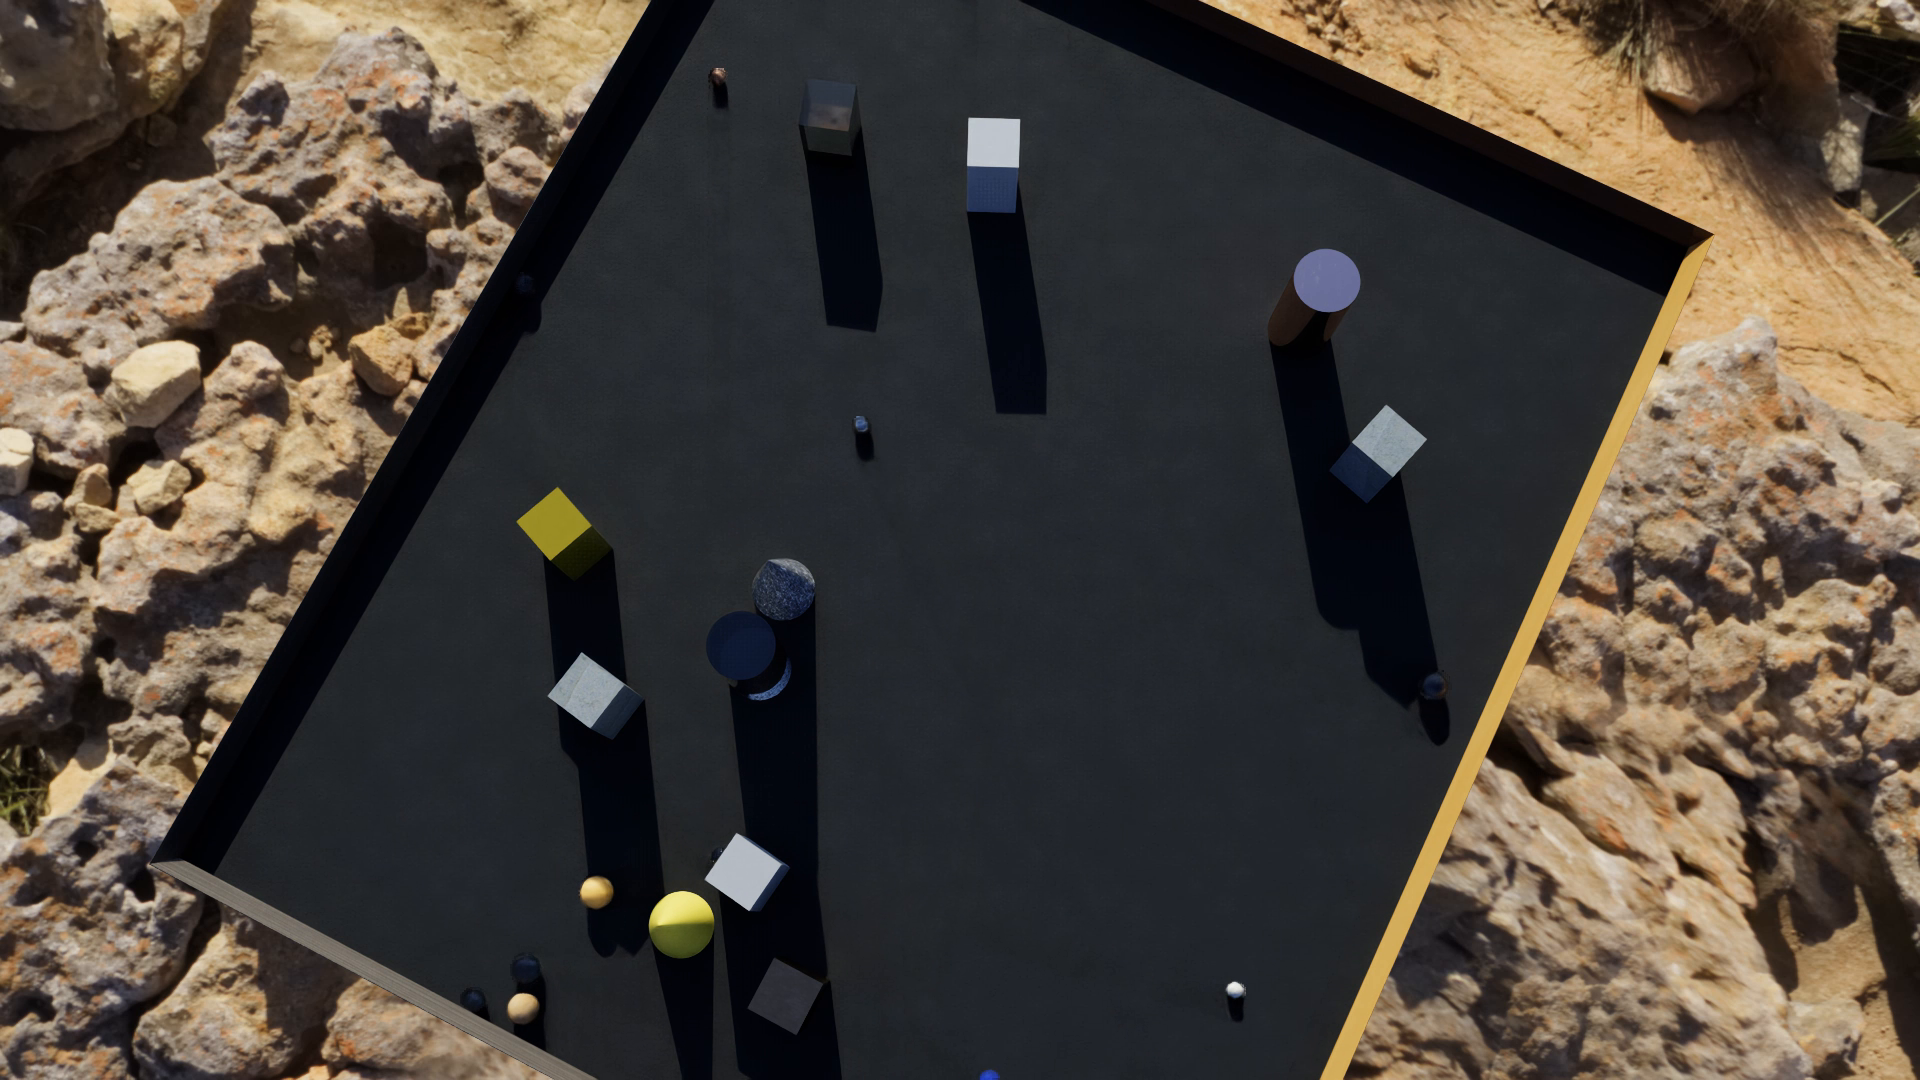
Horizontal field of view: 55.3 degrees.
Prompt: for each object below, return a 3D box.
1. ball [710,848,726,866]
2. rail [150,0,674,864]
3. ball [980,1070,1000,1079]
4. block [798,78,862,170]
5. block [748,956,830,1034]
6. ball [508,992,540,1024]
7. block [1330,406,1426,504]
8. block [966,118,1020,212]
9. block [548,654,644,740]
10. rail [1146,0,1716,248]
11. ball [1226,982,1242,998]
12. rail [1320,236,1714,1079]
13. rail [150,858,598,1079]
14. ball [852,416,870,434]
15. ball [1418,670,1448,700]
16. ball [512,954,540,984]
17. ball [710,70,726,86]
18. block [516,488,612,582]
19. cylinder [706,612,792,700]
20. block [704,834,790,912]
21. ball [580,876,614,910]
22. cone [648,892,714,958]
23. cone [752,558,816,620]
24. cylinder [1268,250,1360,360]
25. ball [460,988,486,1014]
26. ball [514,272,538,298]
[{"bbox_3d":[-0.705,0.935,5.392,0.060,0.060,0.060,0,78,0],"label":"ball"},{"bbox_3d":[-1.469,-0.713,5.699,0.045,0.125,3.819,26,80,5],"label":"rail"},{"bbox_3d":[0.085,1.553,5.265,0.060,0.060,0.060,0,78,0],"label":"ball"},{"bbox_3d":[-0.405,-1.299,5.736,0.154,0.293,0.154,8,78,2],"label":"block"},{"bbox_3d":[-0.483,1.290,5.204,0.154,0.286,0.154,27,80,5],"label":"block"},{"bbox_3d":[-1.260,1.353,5.290,0.090,0.090,0.090,0,78,0],"label":"ball"},{"bbox_3d":[1.248,-0.254,5.493,0.154,0.344,0.154,42,81,8],"label":"block"},{"bbox_3d":[0.101,-1.155,5.672,0.154,0.360,0.154,2,78,0],"label":"block"},{"bbox_3d":[-1.057,0.460,5.347,0.154,0.341,0.154,36,81,7],"label":"block"},{"bbox_3d":[0.843,-1.645,5.892,3.332,0.125,0.045,26,80,5],"label":"rail"},{"bbox_3d":[0.798,1.308,5.322,0.048,0.048,0.048,0,78,0],"label":"ball"},{"bbox_3d":[1.469,0.726,5.401,0.045,0.125,3.819,26,80,5],"label":"rail"},{"bbox_3d":[-0.843,1.658,5.208,3.332,0.125,0.045,26,80,5],"label":"rail"},{"bbox_3d":[-0.303,-0.352,5.661,0.056,0.056,0.056,0,78,0],"label":"ball"},{"bbox_3d":[1.416,0.436,5.481,0.089,0.089,0.089,0,78,0],"label":"ball"},{"bbox_3d":[-1.258,1.244,5.317,0.082,0.082,0.082,0,78,0],"label":"ball"},{"bbox_3d":[-0.779,-1.488,5.899,0.051,0.051,0.051,0,78,0],"label":"ball"},{"bbox_3d":[-1.171,-0.013,5.448,0.154,0.335,0.154,-41,81,-8],"label":"block"},{"bbox_3d":[-0.606,0.340,5.302,0.193,0.478,0.193,0,78,0],"label":"cylinder"},{"bbox_3d":[-0.608,0.958,5.270,0.154,0.290,0.154,34,80,7],"label":"block"},{"bbox_3d":[-1.060,1.029,5.354,0.096,0.096,0.096,0,78,0],"label":"ball"},{"bbox_3d":[-0.818,1.088,5.178,0.193,0.417,0.193,0,78,0],"label":"cone"},{"bbox_3d":[-0.538,0.103,5.356,0.193,0.469,0.193,0,78,0],"label":"cone"},{"bbox_3d":[1.062,-0.704,5.527,0.193,0.461,0.193,0,78,0],"label":"cylinder"},{"bbox_3d":[-1.409,1.335,5.305,0.069,0.069,0.069,0,78,0],"label":"ball"},{"bbox_3d":[-1.362,-0.800,5.743,0.076,0.076,0.076,0,78,0],"label":"ball"}]
